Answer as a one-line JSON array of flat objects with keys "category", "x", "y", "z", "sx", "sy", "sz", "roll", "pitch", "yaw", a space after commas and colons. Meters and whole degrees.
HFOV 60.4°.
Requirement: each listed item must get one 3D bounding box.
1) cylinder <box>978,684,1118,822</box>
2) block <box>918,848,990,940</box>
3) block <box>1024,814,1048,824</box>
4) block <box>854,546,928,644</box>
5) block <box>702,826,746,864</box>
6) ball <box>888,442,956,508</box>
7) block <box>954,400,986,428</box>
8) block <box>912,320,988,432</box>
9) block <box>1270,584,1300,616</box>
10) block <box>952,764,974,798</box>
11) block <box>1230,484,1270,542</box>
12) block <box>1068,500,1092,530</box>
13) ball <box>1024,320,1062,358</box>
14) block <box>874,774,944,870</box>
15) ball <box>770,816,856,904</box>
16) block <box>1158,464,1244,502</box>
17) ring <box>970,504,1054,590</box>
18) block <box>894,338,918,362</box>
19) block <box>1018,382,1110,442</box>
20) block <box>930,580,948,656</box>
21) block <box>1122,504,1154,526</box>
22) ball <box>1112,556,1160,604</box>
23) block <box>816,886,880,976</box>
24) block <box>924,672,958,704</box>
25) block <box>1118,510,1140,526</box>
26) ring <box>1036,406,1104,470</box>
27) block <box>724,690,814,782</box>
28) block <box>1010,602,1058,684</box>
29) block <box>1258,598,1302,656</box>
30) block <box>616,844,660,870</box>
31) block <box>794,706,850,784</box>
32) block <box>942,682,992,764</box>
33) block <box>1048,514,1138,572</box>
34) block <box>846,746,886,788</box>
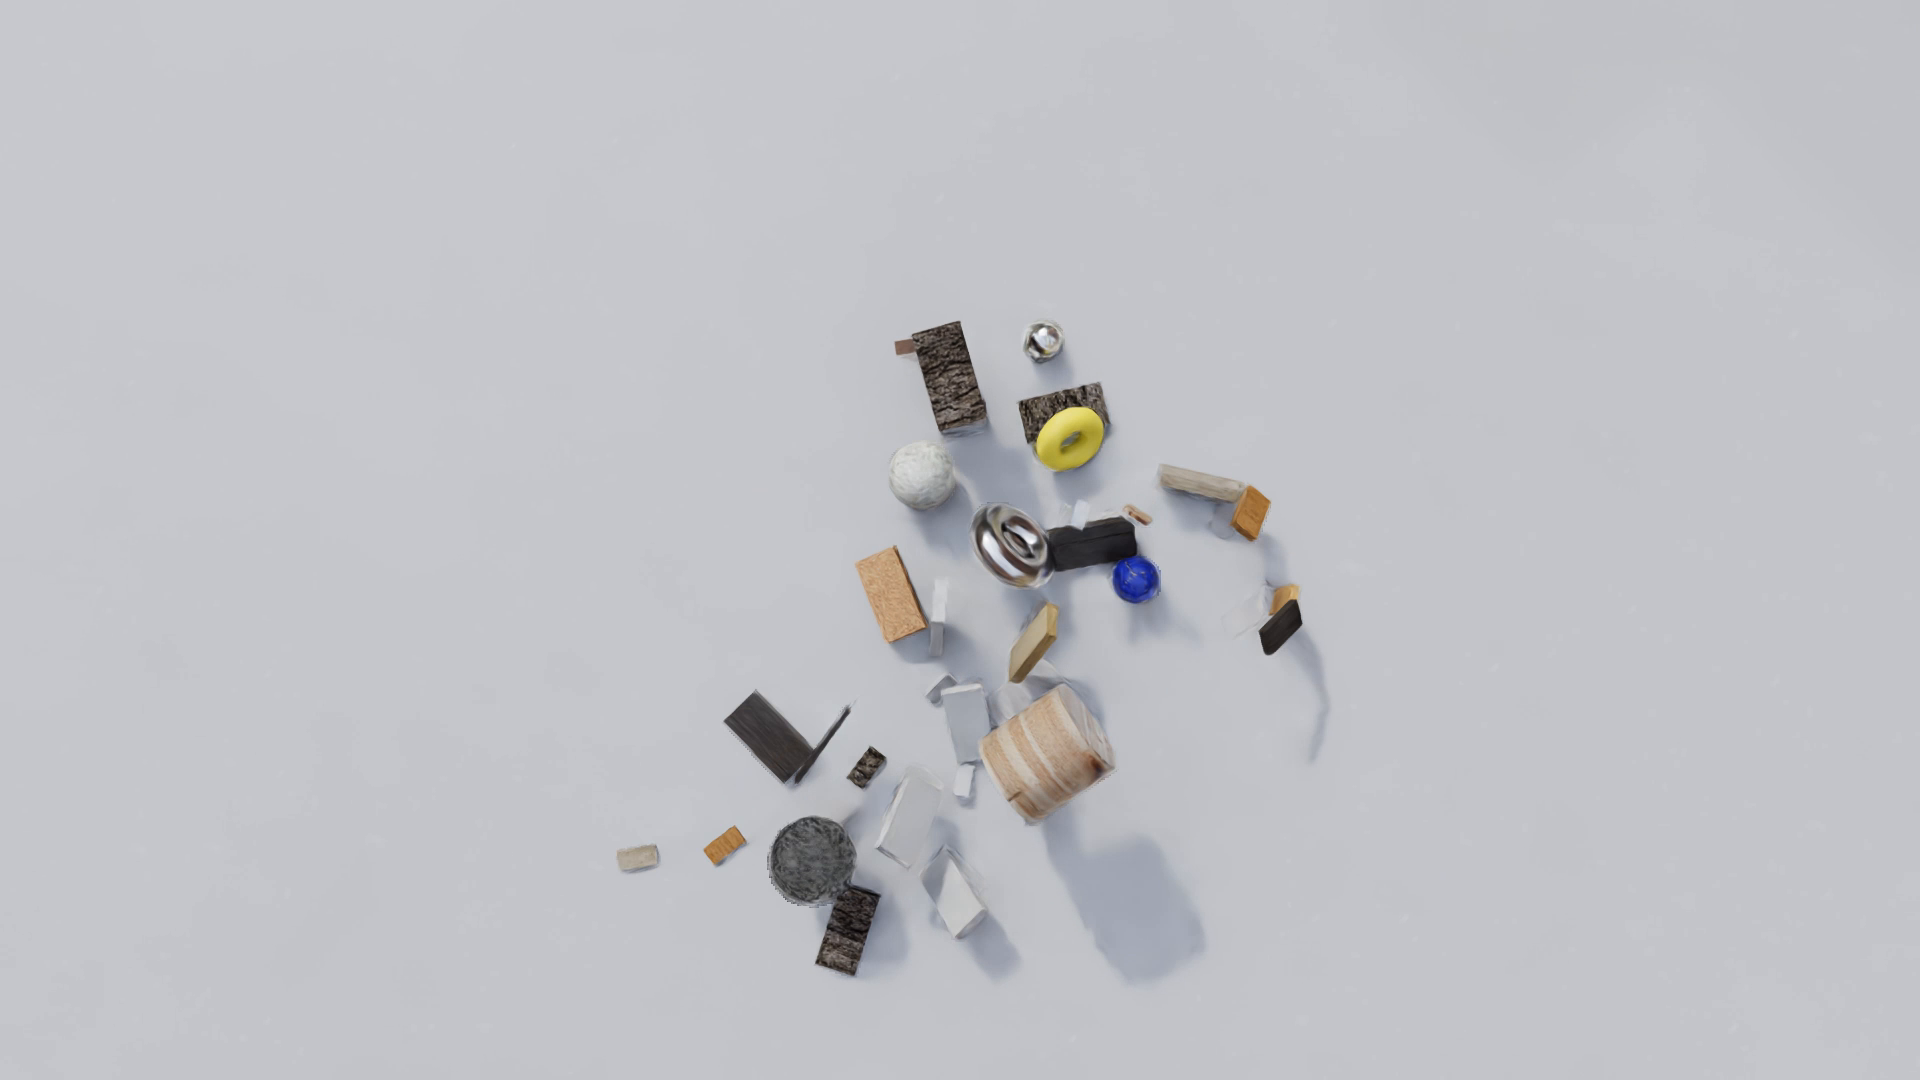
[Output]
[{"category": "cylinder", "x": 0.263, "y": 0.640, "z": 4.943, "sx": 0.299, "sy": 0.299, "sz": 0.299, "roll": -36, "pitch": 90, "yaw": 11}, {"category": "block", "x": -0.022, "y": 1.154, "z": 5.381, "sx": 0.136, "sy": 0.039, "sz": 0.272, "roll": -48, "pitch": 46, "yaw": 10}, {"category": "block", "x": 0.241, "y": 0.779, "z": 5.355, "sx": 0.038, "sy": 0.133, "sz": 0.266, "roll": 3, "pitch": 68, "yaw": -14}, {"category": "block", "x": -0.227, "y": 0.181, "z": 5.446, "sx": 0.144, "sy": 0.041, "sz": 0.288, "roll": -23, "pitch": 82, "yaw": 11}, {"category": "block", "x": -0.784, "y": 1.015, "z": 5.491, "sx": 0.131, "sy": 0.018, "sz": 0.065, "roll": -37, "pitch": 90, "yaw": 0}, {"category": "ball", "x": -0.126, "y": -0.211, "z": 5.390, "sx": 0.220, "sy": 0.220, "sz": 0.220, "roll": 0, "pitch": 90, "yaw": 0}, {"category": "block", "x": 0.005, "y": -0.404, "z": 5.343, "sx": 0.157, "sy": 0.313, "sz": 0.044, "roll": -7, "pitch": 88, "yaw": 0}, {"category": "block", "x": -0.034, "y": -0.512, "z": 5.149, "sx": 0.157, "sy": 0.044, "sz": 0.313, "roll": -16, "pitch": 96, "yaw": 1}, {"category": "block", "x": 1.051, "y": 0.197, "z": 5.339, "sx": 0.026, "sy": 0.183, "sz": 0.091, "roll": 17, "pitch": 83, "yaw": -4}, {"category": "block", "x": 0.011, "y": 0.797, "z": 5.475, "sx": 0.054, "sy": 0.015, "sz": 0.108, "roll": 11, "pitch": 72, "yaw": 4}, {"category": "block", "x": 0.934, "y": -0.087, "z": 5.302, "sx": 0.091, "sy": 0.026, "sz": 0.183, "roll": 39, "pitch": 49, "yaw": -10}, {"category": "block", "x": 0.375, "y": -0.078, "z": 5.157, "sx": 0.045, "sy": 0.013, "sz": 0.091, "roll": 23, "pitch": 70, "yaw": -6}, {"category": "ball", "x": 0.273, "y": -0.662, "z": 5.435, "sx": 0.130, "sy": 0.130, "sz": 0.130, "roll": 0, "pitch": 90, "yaw": 0}, {"category": "block", "x": -0.162, "y": 0.902, "z": 5.302, "sx": 0.136, "sy": 0.039, "sz": 0.272, "roll": 37, "pitch": 56, "yaw": -20}, {"category": "ball", "x": -0.469, "y": 1.022, "z": 5.265, "sx": 0.279, "sy": 0.279, "sz": 0.279, "roll": 0, "pitch": 90, "yaw": 0}, {"category": "block", "x": 0.794, "y": -0.186, "z": 5.427, "sx": 0.280, "sy": 0.140, "sz": 0.040, "roll": 13, "pitch": 107, "yaw": 0}, {"category": "ring", "x": 0.170, "y": 0.021, "z": 5.360, "sx": 0.325, "sy": 0.325, "sz": 0.108, "roll": 46, "pitch": 123, "yaw": 0}, {"category": "block", "x": -0.095, "y": -0.618, "z": 5.330, "sx": 0.157, "sy": 0.313, "sz": 0.044, "roll": -8, "pitch": 90, "yaw": 12}, {"category": "block", "x": 0.345, "y": -0.424, "z": 5.480, "sx": 0.280, "sy": 0.040, "sz": 0.140, "roll": -13, "pitch": 90, "yaw": 0}, {"category": "block", "x": -0.071, "y": 0.255, "z": 5.339, "sx": 0.041, "sy": 0.288, "sz": 0.144, "roll": 4, "pitch": 64, "yaw": -1}, {"category": "block", "x": 0.555, "y": -0.080, "z": 5.144, "sx": 0.091, "sy": 0.045, "sz": 0.013, "roll": 35, "pitch": 122, "yaw": 18}, {"category": "ball", "x": 0.577, "y": 0.132, "z": 5.422, "sx": 0.157, "sy": 0.157, "sz": 0.157, "roll": 0, "pitch": 90, "yaw": 0}, {"category": "block", "x": -0.373, "y": 1.295, "z": 5.481, "sx": 0.136, "sy": 0.039, "sz": 0.272, "roll": 18, "pitch": 90, "yaw": 0}, {"category": "block", "x": -0.065, "y": 0.492, "z": 5.475, "sx": 0.108, "sy": 0.015, "sz": 0.054, "roll": -44, "pitch": 125, "yaw": -1}, {"category": "block", "x": 0.532, "y": -0.069, "z": 5.212, "sx": 0.045, "sy": 0.091, "sz": 0.013, "roll": 30, "pitch": 96, "yaw": -20}, {"category": "ring", "x": 0.361, "y": -0.330, "z": 5.398, "sx": 0.240, "sy": 0.240, "sz": 0.080, "roll": -35, "pitch": 49, "yaw": 0}, {"category": "block", "x": -0.630, "y": 0.651, "z": 5.468, "sx": 0.144, "sy": 0.041, "sz": 0.288, "roll": -44, "pitch": 91, "yaw": 7}, {"category": "block", "x": 0.236, "y": 0.334, "z": 5.290, "sx": 0.038, "sy": 0.133, "sz": 0.265, "roll": 21, "pitch": 133, "yaw": -15}, {"category": "block", "x": 1.006, "y": 0.273, "z": 5.172, "sx": 0.183, "sy": 0.026, "sz": 0.091, "roll": -38, "pitch": 124, "yaw": -33}, {"category": "block", "x": -1.073, "y": 1.056, "z": 5.491, "sx": 0.131, "sy": 0.018, "sz": 0.065, "roll": -10, "pitch": 90, "yaw": 0}, {"category": "block", "x": -0.440, "y": 0.653, "z": 5.267, "sx": 0.015, "sy": 0.054, "sz": 0.288, "roll": 35, "pitch": 96, "yaw": -9}, {"category": "block", "x": 0.031, "y": 0.603, "z": 5.425, "sx": 0.133, "sy": 0.038, "sz": 0.266, "roll": -11, "pitch": 114, "yaw": 4}, {"category": "block", "x": 0.439, "y": 0.011, "z": 5.452, "sx": 0.280, "sy": 0.040, "sz": 0.140, "roll": -10, "pitch": 114, "yaw": 0}, {"category": "block", "x": -0.312, "y": 0.757, "z": 5.491, "sx": 0.065, "sy": 0.018, "sz": 0.131, "roll": 37, "pitch": 90, "yaw": 0}]
